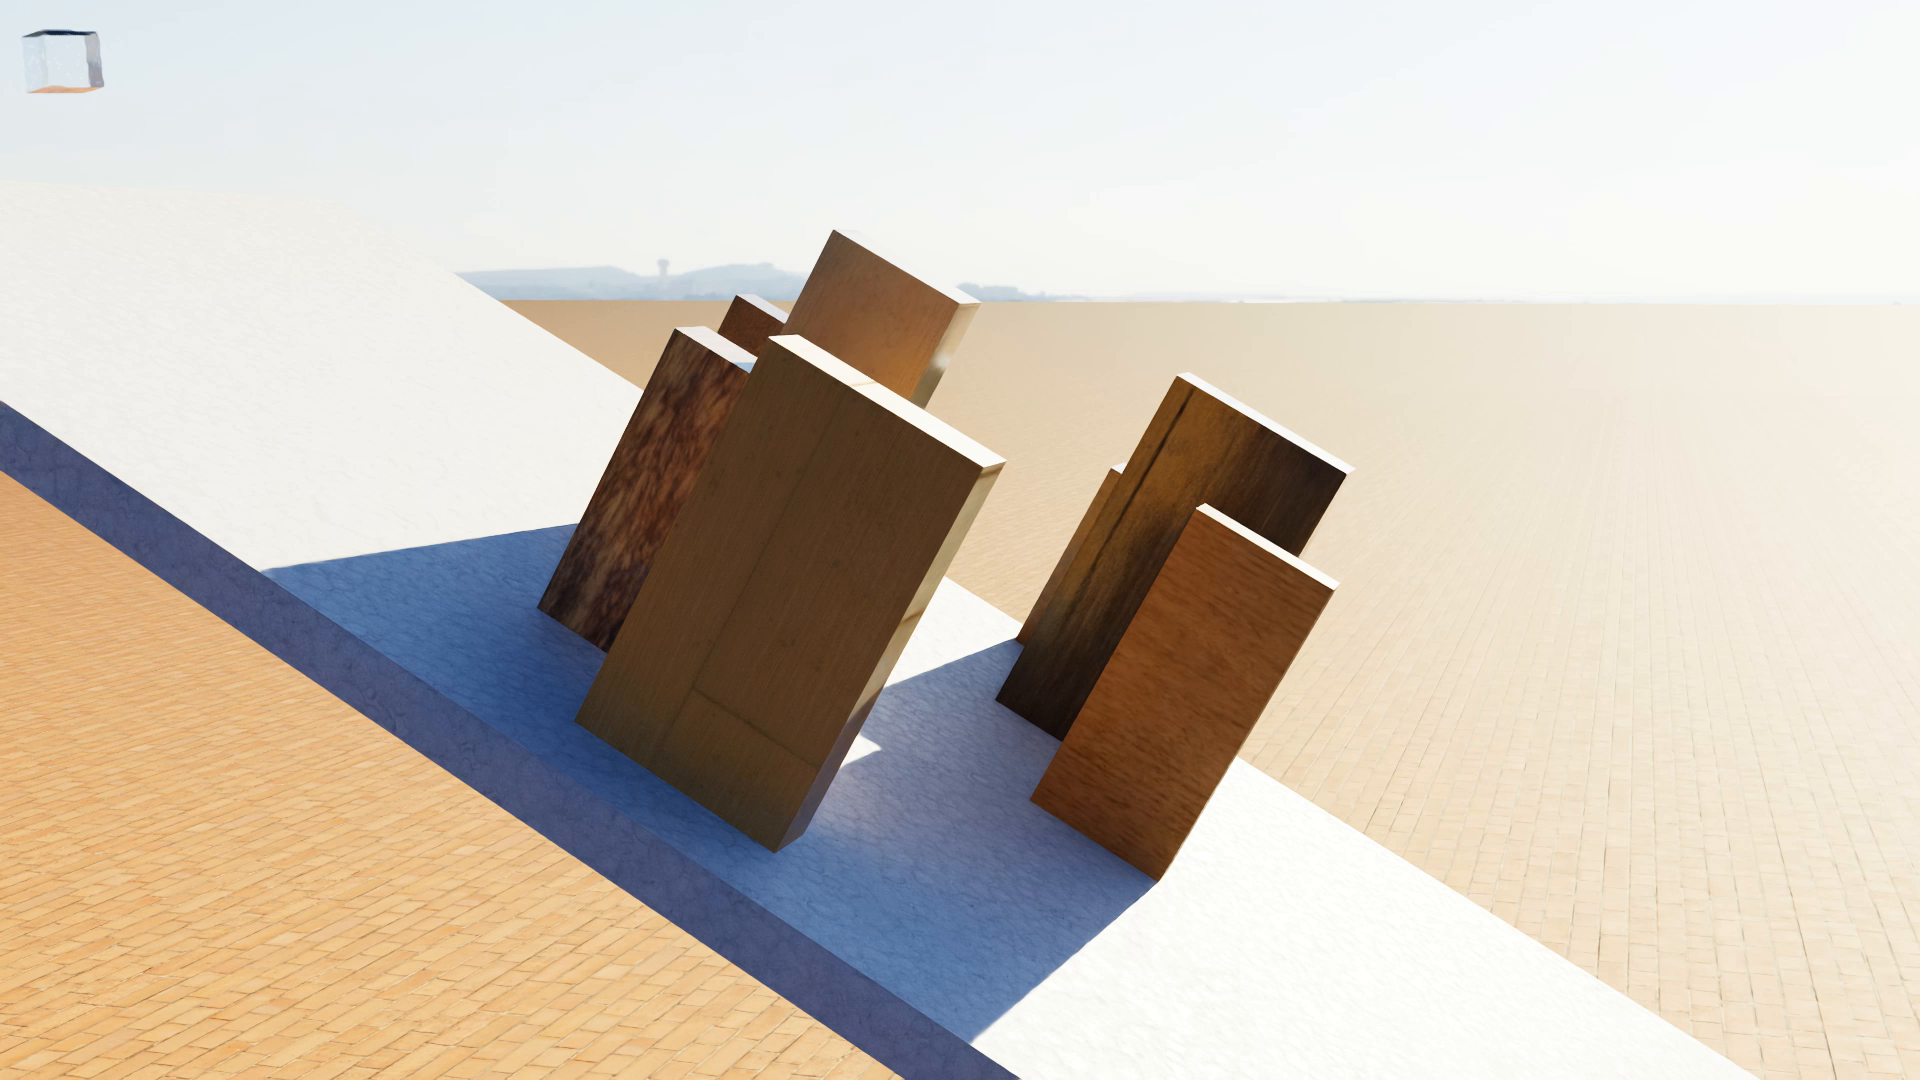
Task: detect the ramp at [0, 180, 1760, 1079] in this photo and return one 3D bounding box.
[{"bbox_3d":[-0.202,0.334,4.137,4.000,0.100,2.000,31,15,11],"label":"ramp"}]

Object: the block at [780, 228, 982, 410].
[{"bbox_3d":[-0.271,-0.114,3.734,0.249,0.797,0.121,31,15,11],"label":"block"}]

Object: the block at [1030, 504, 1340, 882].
[{"bbox_3d":[0.402,0.278,3.984,0.280,0.629,0.084,31,15,11],"label":"block"}]

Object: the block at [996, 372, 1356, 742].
[{"bbox_3d":[0.424,0.093,4.401,0.382,0.761,0.120,31,15,11],"label":"block"}]

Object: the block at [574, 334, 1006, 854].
[{"bbox_3d":[-0.262,0.081,3.319,0.377,0.676,0.119,31,15,11],"label":"block"}]

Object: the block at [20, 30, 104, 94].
[{"bbox_3d":[-1.866,-0.994,4.572,0.114,0.114,0.114,2,8,45],"label":"block"}]

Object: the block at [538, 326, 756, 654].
[{"bbox_3d":[-0.430,-0.035,3.679,0.342,0.542,0.122,31,15,11],"label":"block"}]

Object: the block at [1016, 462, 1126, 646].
[{"bbox_3d":[0.357,0.093,4.903,0.266,0.451,0.129,31,15,11],"label":"block"}]

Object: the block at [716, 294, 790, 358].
[{"bbox_3d":[-0.414,-0.190,4.322,0.290,0.505,0.092,31,15,11],"label":"block"}]
